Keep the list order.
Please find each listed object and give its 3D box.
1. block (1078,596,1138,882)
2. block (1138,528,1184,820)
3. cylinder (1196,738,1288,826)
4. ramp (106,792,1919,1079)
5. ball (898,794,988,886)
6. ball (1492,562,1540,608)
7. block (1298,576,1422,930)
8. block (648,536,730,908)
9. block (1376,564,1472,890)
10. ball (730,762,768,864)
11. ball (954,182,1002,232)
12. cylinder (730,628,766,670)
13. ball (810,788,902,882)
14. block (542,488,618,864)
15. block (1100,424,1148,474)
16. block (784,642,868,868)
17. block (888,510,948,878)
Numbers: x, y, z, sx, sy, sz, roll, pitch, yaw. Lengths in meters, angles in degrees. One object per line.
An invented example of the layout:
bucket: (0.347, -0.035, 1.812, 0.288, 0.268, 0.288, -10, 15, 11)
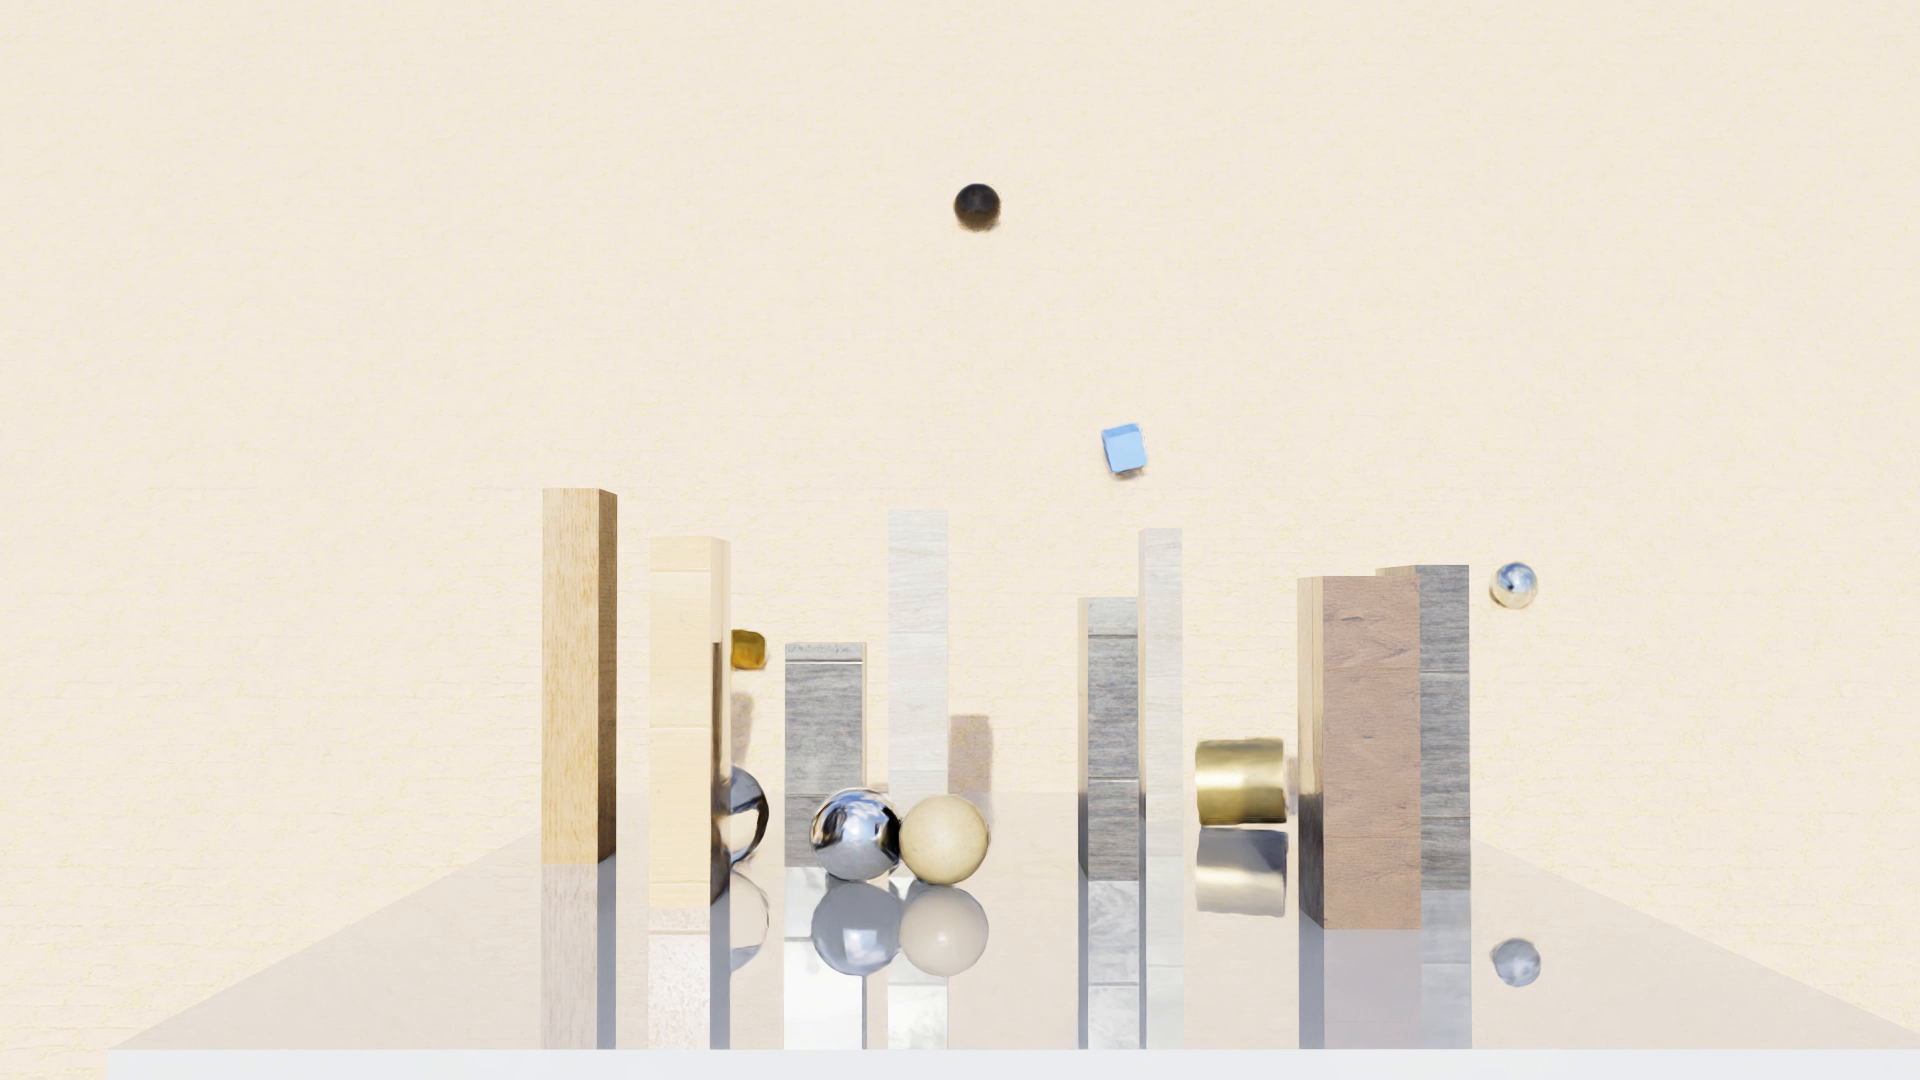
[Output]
block: (0.270, 0.356, 4.768, 0.089, 0.500, 0.389, 0, -2, 0)
block: (0.464, 0.308, 6.017, 0.084, 0.664, 0.242, 0, -2, 0)
cylinder: (0.623, 0.533, 5.733, 0.189, 0.189, 0.189, -3, 34, 10)
ramp: (0.076, 0.657, 4.809, 2.000, 0.100, 4.000, 0, -2, 0)
ball: (-0.028, 0.520, 4.502, 0.157, 0.157, 0.157, 0, 34, 0)
ball: (1.628, 0.131, 7.608, 0.136, 0.136, 0.136, 0, 34, 0)
block: (0.615, 0.321, 4.025, 0.145, 0.528, 0.293, 0, -2, 0)
block: (-0.450, 0.296, 4.359, 0.098, 0.596, 0.371, 0, -2, 0)
block: (0.824, 0.325, 4.640, 0.092, 0.554, 0.427, 0, -2, 0)
ball: (-0.455, 0.508, 4.822, 0.198, 0.198, 0.198, 0, 34, 0)
ball: (0.064, -1.225, 9.553, 0.178, 0.178, 0.178, 0, 34, 0)
cylinder: (-0.624, 0.308, 7.325, 0.109, 0.109, 0.109, 9, 24, -39)
ball: (-0.180, 0.518, 4.566, 0.165, 0.165, 0.165, 0, 34, 0)
block: (-0.734, 0.259, 5.023, 0.106, 0.707, 0.271, 0, -2, 0)
block: (0.512, -0.288, 8.115, 0.112, 0.112, 0.112, -14, 15, -2)
block: (-0.254, 0.404, 4.959, 0.143, 0.415, 0.274, 0, -2, 0)
block: (-0.075, 0.279, 4.823, 0.105, 0.657, 0.372, 0, -2, 0)
